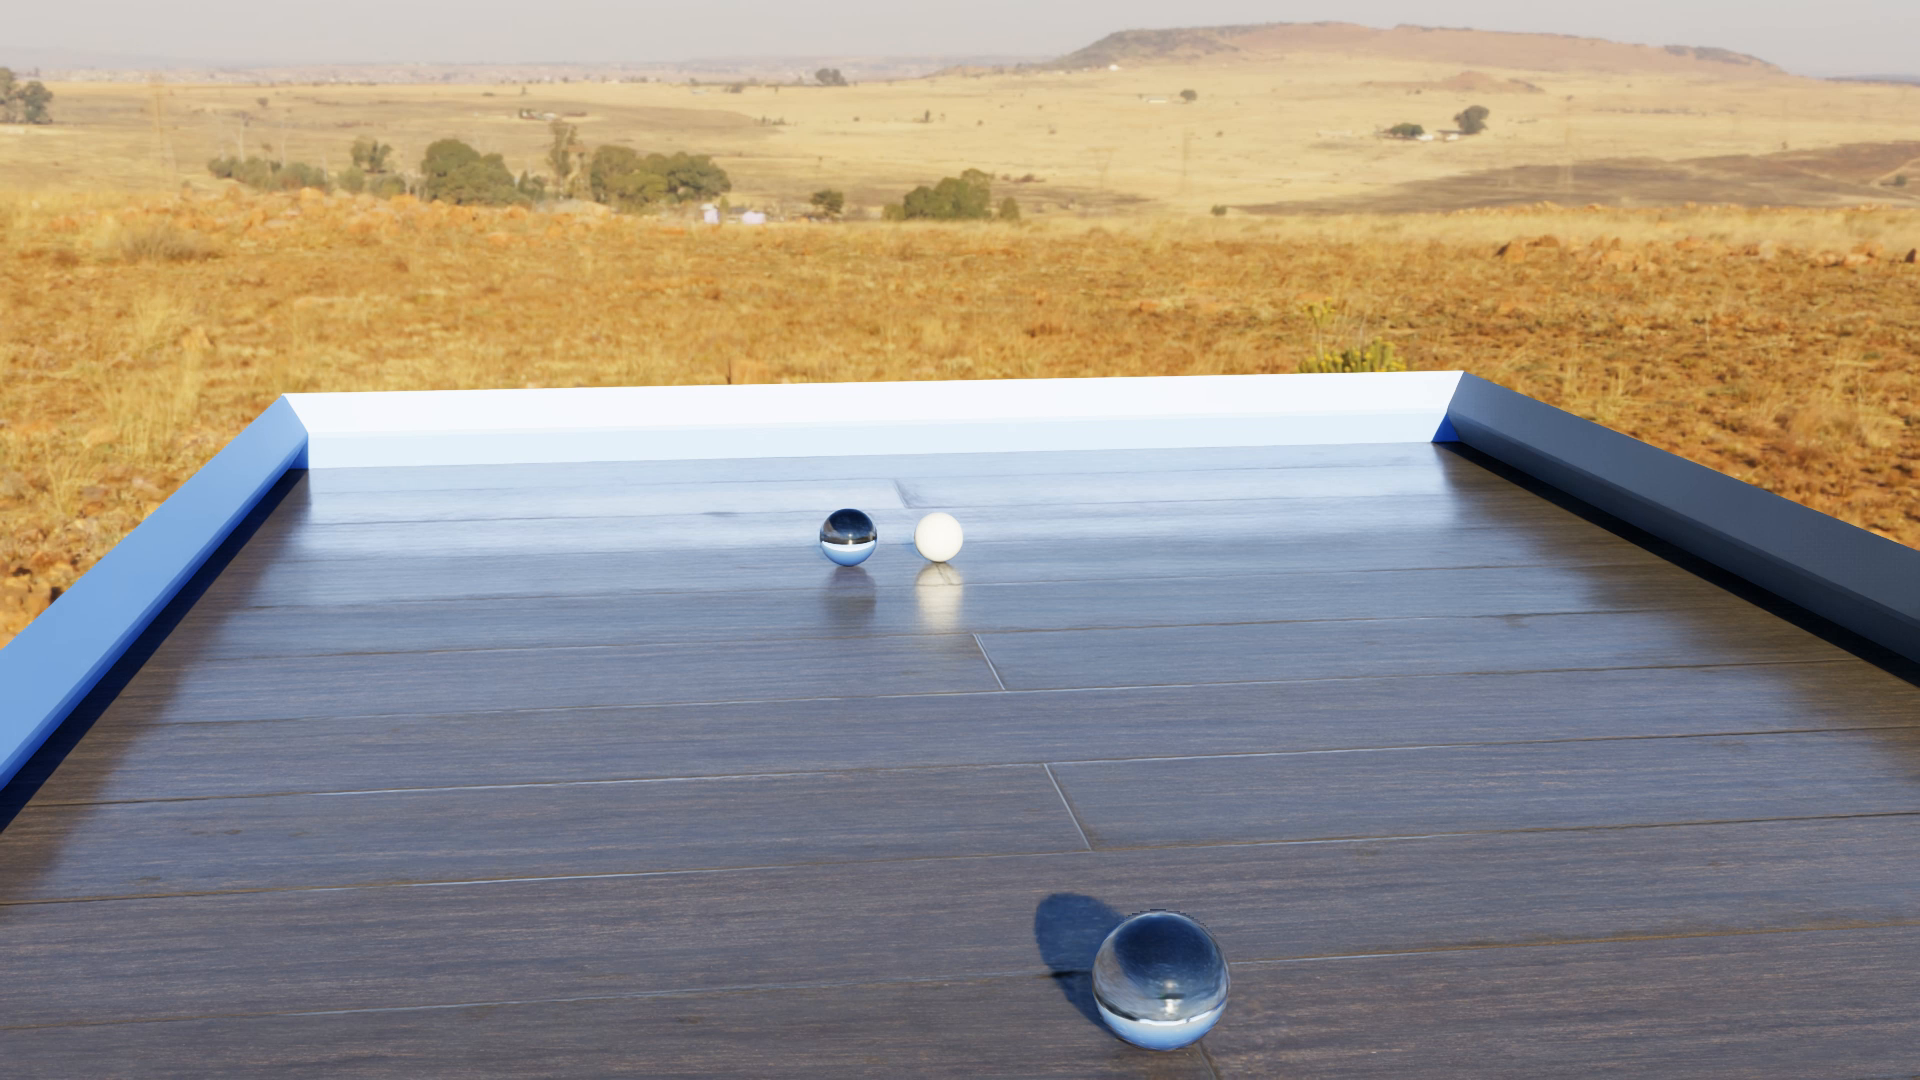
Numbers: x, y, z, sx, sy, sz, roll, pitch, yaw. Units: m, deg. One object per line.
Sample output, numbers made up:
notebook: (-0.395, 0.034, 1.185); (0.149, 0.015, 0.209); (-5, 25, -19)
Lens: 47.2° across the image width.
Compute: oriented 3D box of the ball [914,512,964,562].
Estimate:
ball: (-0.029, -0.004, 3.025); (0.068, 0.068, 0.068); (0, 12, 0)

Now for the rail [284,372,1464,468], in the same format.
rail: (-0.112, -0.207, 3.806); (2.059, 0.126, 0.045); (-2, 13, -7)

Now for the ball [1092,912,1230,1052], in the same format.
ball: (0.141, 0.310, 1.544); (0.097, 0.097, 0.097); (0, 12, 0)

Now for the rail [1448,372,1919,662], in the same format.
rail: (1.112, 0.131, 2.279); (0.045, 0.126, 3.472); (-2, 13, -7)

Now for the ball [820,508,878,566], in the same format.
ball: (-0.152, -0.004, 3.002); (0.080, 0.080, 0.080); (0, 12, 0)

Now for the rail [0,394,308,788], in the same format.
rail: (-0.882, 0.189, 2.020); (0.045, 0.126, 3.472); (-2, 13, -7)
